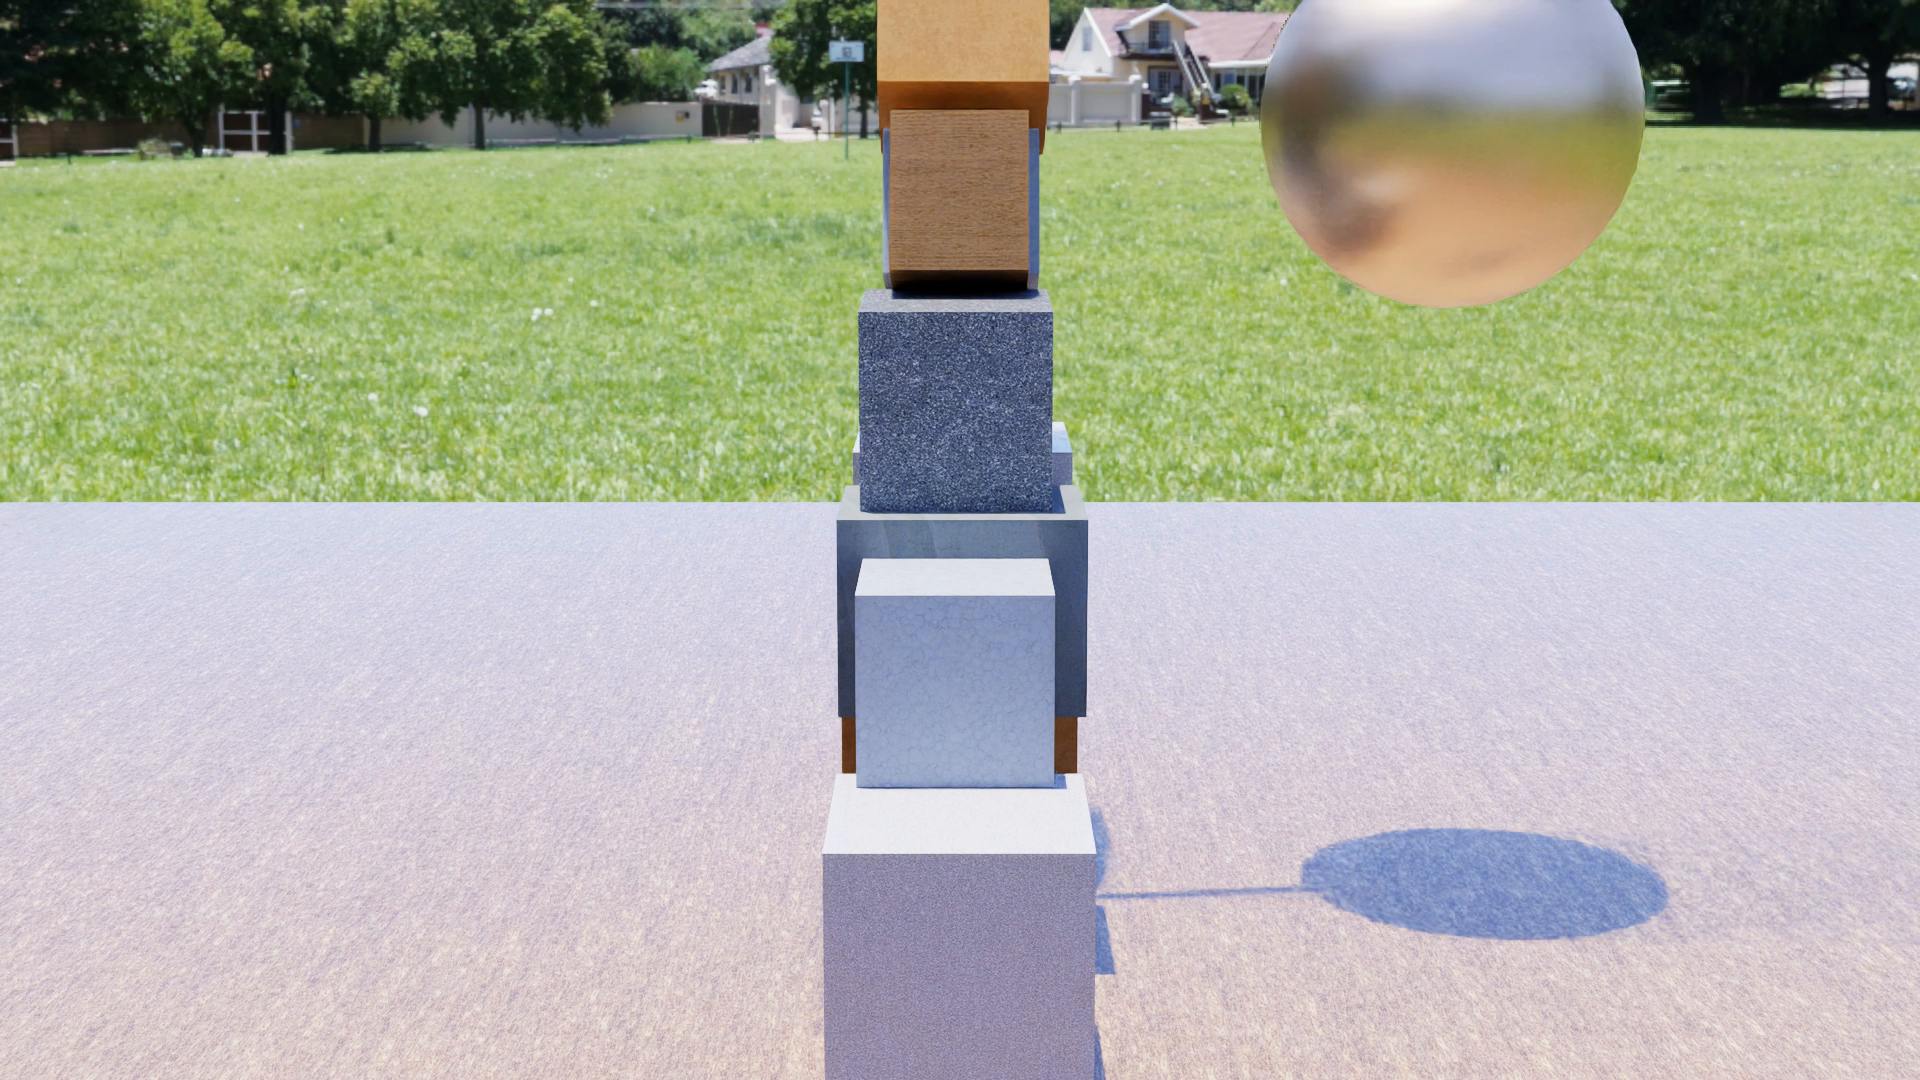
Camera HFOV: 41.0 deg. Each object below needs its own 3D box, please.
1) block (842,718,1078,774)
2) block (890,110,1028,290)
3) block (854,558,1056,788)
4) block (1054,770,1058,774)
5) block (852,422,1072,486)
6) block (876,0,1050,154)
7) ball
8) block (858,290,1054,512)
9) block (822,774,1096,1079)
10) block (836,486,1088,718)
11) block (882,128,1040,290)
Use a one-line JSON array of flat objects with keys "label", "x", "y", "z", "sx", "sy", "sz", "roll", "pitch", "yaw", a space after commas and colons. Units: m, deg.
[{"label": "block", "x": -0.001, "y": 1.044, "z": 10.956, "sx": 0.954, "sy": 1.027, "sz": 1.071, "roll": 0, "pitch": 10, "yaw": 0}, {"label": "block", "x": -0.001, "y": -1.381, "z": 10.626, "sx": 0.560, "sy": 0.657, "sz": 0.583, "roll": 0, "pitch": -6, "yaw": 0}, {"label": "block", "x": -0.018, "y": 0.482, "z": 9.586, "sx": 0.715, "sy": 0.706, "sz": 0.765, "roll": 0, "pitch": 9, "yaw": 0}, {"label": "block", "x": 0.008, "y": 1.369, "z": 10.010, "sx": 0.771, "sy": 0.725, "sz": 0.887, "roll": 0, "pitch": 10, "yaw": 0}, {"label": "block", "x": 0.012, "y": 0.005, "z": 12.020, "sx": 0.980, "sy": 0.988, "sz": 1.011, "roll": 0, "pitch": 10, "yaw": 0}, {"label": "block", "x": 0.012, "y": -2.216, "z": 11.184, "sx": 0.722, "sy": 0.834, "sz": 0.721, "roll": 0, "pitch": -16, "yaw": 0}, {"label": "ball", "x": 2.074, "y": -1.784, "z": 10.856, "sx": 1.600, "sy": 1.600, "sz": 1.600, "roll": 0, "pitch": 10, "yaw": 0}, {"label": "block", "x": -0.016, "y": -0.578, "z": 10.376, "sx": 0.754, "sy": 0.785, "sz": 0.794, "roll": 0, "pitch": 12, "yaw": 0}, {"label": "block", "x": -0.002, "y": 1.422, "z": 9.059, "sx": 0.907, "sy": 0.961, "sz": 0.983, "roll": 0, "pitch": 10, "yaw": 0}, {"label": "block", "x": 0.009, "y": 0.232, "z": 10.363, "sx": 0.971, "sy": 0.782, "sz": 0.844, "roll": 0, "pitch": 10, "yaw": 0}, {"label": "block", "x": 0.007, "y": -1.411, "z": 11.296, "sx": 0.668, "sy": 0.625, "sz": 0.732, "roll": 0, "pitch": -5, "yaw": 0}]
